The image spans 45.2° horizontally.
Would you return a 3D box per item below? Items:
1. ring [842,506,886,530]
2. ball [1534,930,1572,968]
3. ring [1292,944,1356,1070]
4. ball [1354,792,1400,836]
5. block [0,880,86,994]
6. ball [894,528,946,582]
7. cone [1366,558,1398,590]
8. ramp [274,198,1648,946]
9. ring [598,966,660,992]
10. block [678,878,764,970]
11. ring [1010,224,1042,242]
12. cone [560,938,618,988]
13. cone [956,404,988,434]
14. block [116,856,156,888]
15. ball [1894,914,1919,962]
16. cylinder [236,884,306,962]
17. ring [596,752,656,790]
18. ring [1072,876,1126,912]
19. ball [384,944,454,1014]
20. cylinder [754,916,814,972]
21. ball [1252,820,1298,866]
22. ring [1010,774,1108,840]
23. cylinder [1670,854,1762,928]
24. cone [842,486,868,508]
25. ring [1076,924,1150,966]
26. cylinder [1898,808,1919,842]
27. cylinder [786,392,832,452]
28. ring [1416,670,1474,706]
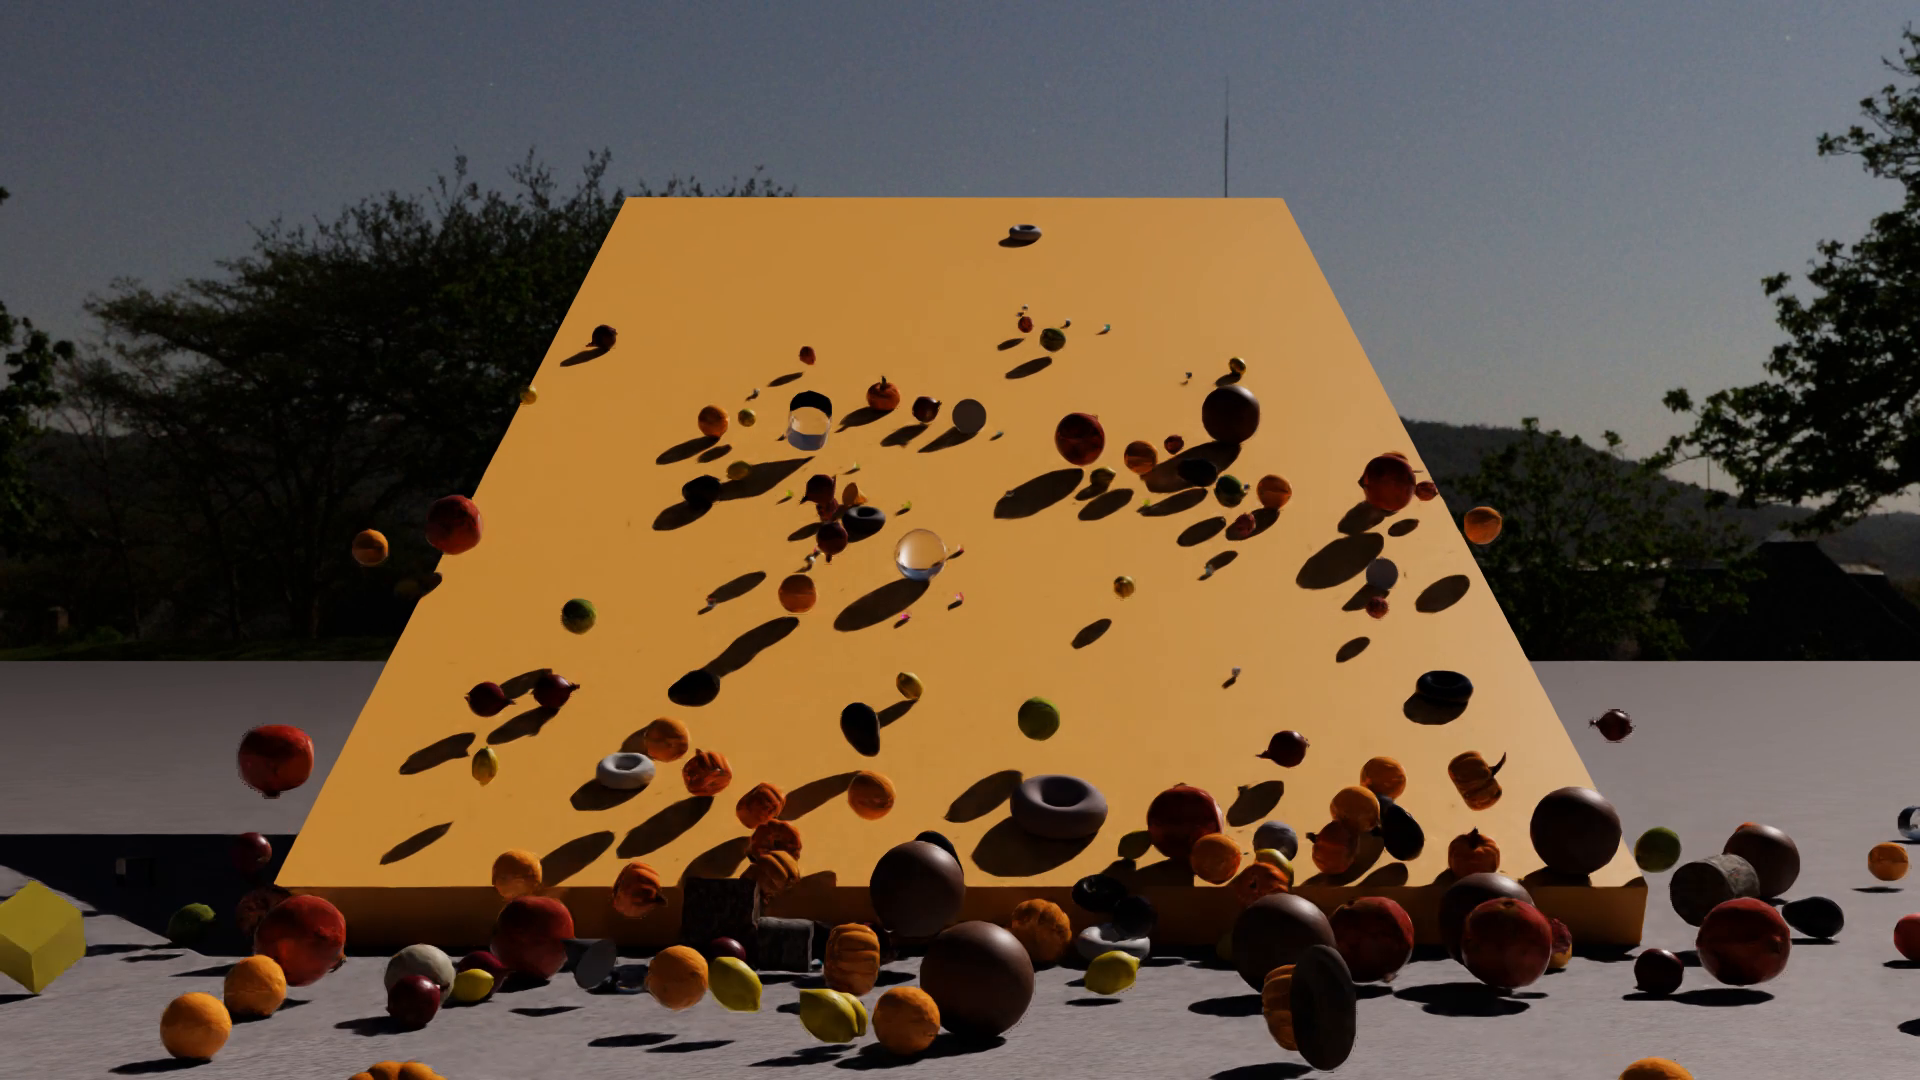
[{"bbox_3d":[-0.192,-0.042,4.616,0.087,0.029,0.087,1,23,-1],"label":"ring"},{"bbox_3d":[0.807,0.558,3.142,0.051,0.051,0.051,0,-3,0],"label":"ball"},{"bbox_3d":[0.356,0.459,2.266,0.040,0.121,0.121,0,-3,-8],"label":"ring"},{"bbox_3d":[0.629,0.415,3.482,0.066,0.066,0.066,0,-3,0],"label":"ball"},{"bbox_3d":[-1.163,0.499,2.902,0.083,0.083,0.083,28,43,16],"label":"block"},{"bbox_3d":[-0.075,0.029,4.355,0.099,0.099,0.099,0,-3,0],"label":"ball"},{"bbox_3d":[0.789,0.066,4.363,0.062,0.062,0.062,0,-4,-5],"label":"cone"},{"bbox_3d":[-0.007,-0.224,5.216,2.000,0.100,4.000,0,23,0],"label":"ramp"},{"bbox_3d":[-0.424,0.561,2.951,0.080,0.027,0.080,-1,-2,0],"label":"ring"},{"bbox_3d":[-0.320,0.517,3.106,0.094,0.094,0.094,1,-30,4],"label":"block"},{"bbox_3d":[0.188,-0.879,6.607,0.094,0.031,0.094,1,24,0],"label":"ring"},{"bbox_3d":[-0.468,0.503,2.827,0.067,0.067,0.067,26,13,33],"label":"cone"},{"bbox_3d":[0.014,-0.271,5.153,0.078,0.078,0.078,1,11,-20],"label":"cone"},{"bbox_3d":[-1.524,0.613,4.267,0.052,0.052,0.052,2,-4,-39],"label":"block"},{"bbox_3d":[1.336,0.553,3.214,0.067,0.067,0.067,0,-3,0],"label":"ball"},{"bbox_3d":[-0.947,0.527,3.172,0.077,0.077,0.077,0,-40,2],"label":"cylinder"},{"bbox_3d":[-0.528,0.365,3.642,0.093,0.031,0.093,1,23,-1],"label":"ring"},{"bbox_3d":[0.200,0.507,3.313,0.079,0.026,0.079,0,22,0],"label":"ring"},{"bbox_3d":[-0.637,0.517,2.724,0.081,0.081,0.081,0,-3,0],"label":"ball"},{"bbox_3d":[-0.234,0.539,3.076,0.070,0.070,0.070,4,-3,2],"label":"cylinder"},{"bbox_3d":[0.465,0.447,3.403,0.067,0.067,0.067,0,-3,0],"label":"ball"},{"bbox_3d":[0.150,0.407,3.519,0.150,0.050,0.150,3,24,-2],"label":"ring"},{"bbox_3d":[1.087,0.504,3.321,0.094,0.094,0.094,-3,0,44],"label":"cylinder"},{"bbox_3d":[-0.206,-0.087,4.729,0.050,0.050,0.050,-2,-1,-43],"label":"cone"},{"bbox_3d":[0.212,0.559,3.190,0.103,0.034,0.103,0,13,0],"label":"ring"},{"bbox_3d":[2.207,0.652,5.295,0.076,0.076,0.076,1,-24,-26],"label":"cylinder"},{"bbox_3d":[-0.325,-0.256,4.974,0.092,0.092,0.092,1,-36,-11],"label":"cylinder"},{"bbox_3d":[0.823,0.251,3.917,0.098,0.033,0.098,-1,23,1],"label":"ring"}]
